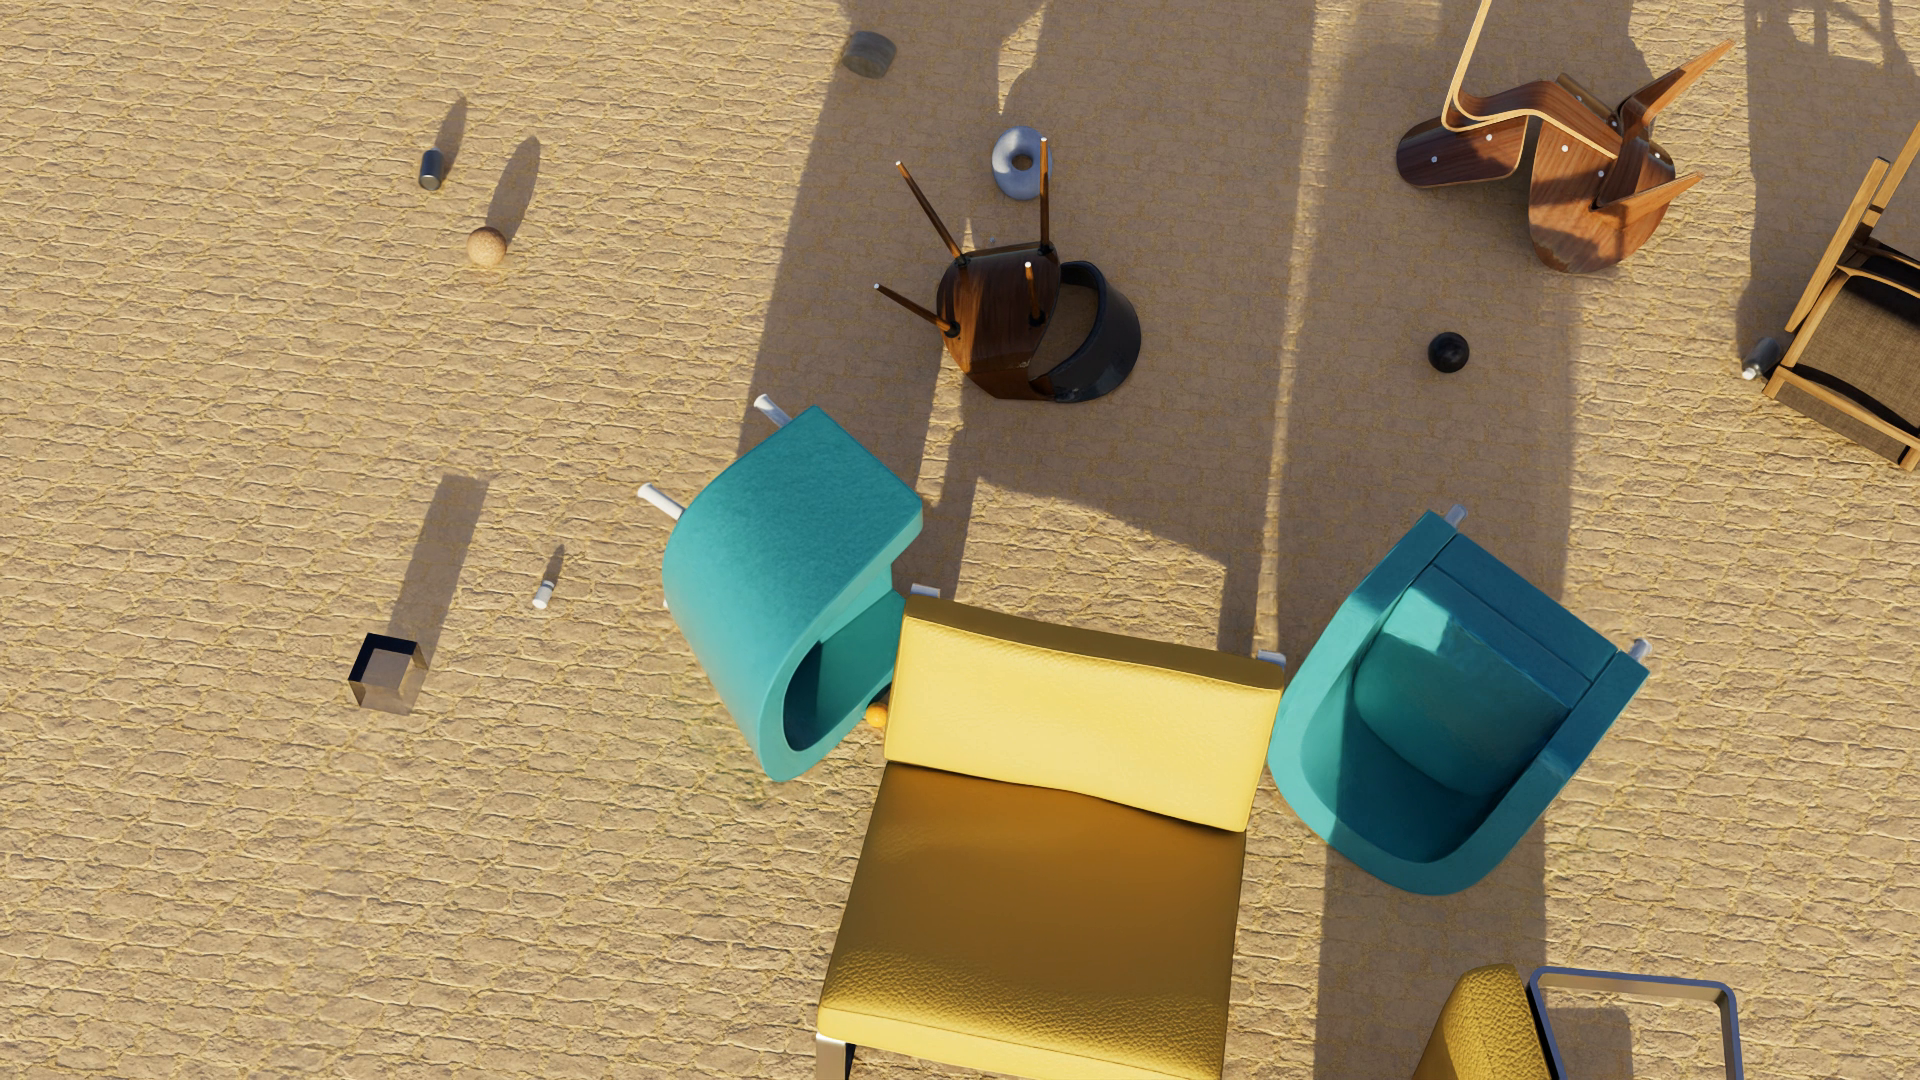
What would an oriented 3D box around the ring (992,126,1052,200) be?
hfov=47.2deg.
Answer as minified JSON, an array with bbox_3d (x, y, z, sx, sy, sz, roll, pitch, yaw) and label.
[{"bbox_3d":[0.208,-1.264,7.368,0.206,0.093,0.313,-2,55,0],"label":"ring"}]

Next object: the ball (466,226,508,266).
[{"bbox_3d":[-1.535,-0.954,7.137,0.128,0.128,0.128,0,56,0],"label":"ball"}]

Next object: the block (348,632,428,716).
[{"bbox_3d":[-1.617,0.382,6.225,0.149,0.155,0.158,10,57,7],"label":"block"}]

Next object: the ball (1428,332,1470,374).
[{"bbox_3d":[1.531,-0.588,6.890,0.130,0.130,0.130,0,56,0],"label":"ball"}]
